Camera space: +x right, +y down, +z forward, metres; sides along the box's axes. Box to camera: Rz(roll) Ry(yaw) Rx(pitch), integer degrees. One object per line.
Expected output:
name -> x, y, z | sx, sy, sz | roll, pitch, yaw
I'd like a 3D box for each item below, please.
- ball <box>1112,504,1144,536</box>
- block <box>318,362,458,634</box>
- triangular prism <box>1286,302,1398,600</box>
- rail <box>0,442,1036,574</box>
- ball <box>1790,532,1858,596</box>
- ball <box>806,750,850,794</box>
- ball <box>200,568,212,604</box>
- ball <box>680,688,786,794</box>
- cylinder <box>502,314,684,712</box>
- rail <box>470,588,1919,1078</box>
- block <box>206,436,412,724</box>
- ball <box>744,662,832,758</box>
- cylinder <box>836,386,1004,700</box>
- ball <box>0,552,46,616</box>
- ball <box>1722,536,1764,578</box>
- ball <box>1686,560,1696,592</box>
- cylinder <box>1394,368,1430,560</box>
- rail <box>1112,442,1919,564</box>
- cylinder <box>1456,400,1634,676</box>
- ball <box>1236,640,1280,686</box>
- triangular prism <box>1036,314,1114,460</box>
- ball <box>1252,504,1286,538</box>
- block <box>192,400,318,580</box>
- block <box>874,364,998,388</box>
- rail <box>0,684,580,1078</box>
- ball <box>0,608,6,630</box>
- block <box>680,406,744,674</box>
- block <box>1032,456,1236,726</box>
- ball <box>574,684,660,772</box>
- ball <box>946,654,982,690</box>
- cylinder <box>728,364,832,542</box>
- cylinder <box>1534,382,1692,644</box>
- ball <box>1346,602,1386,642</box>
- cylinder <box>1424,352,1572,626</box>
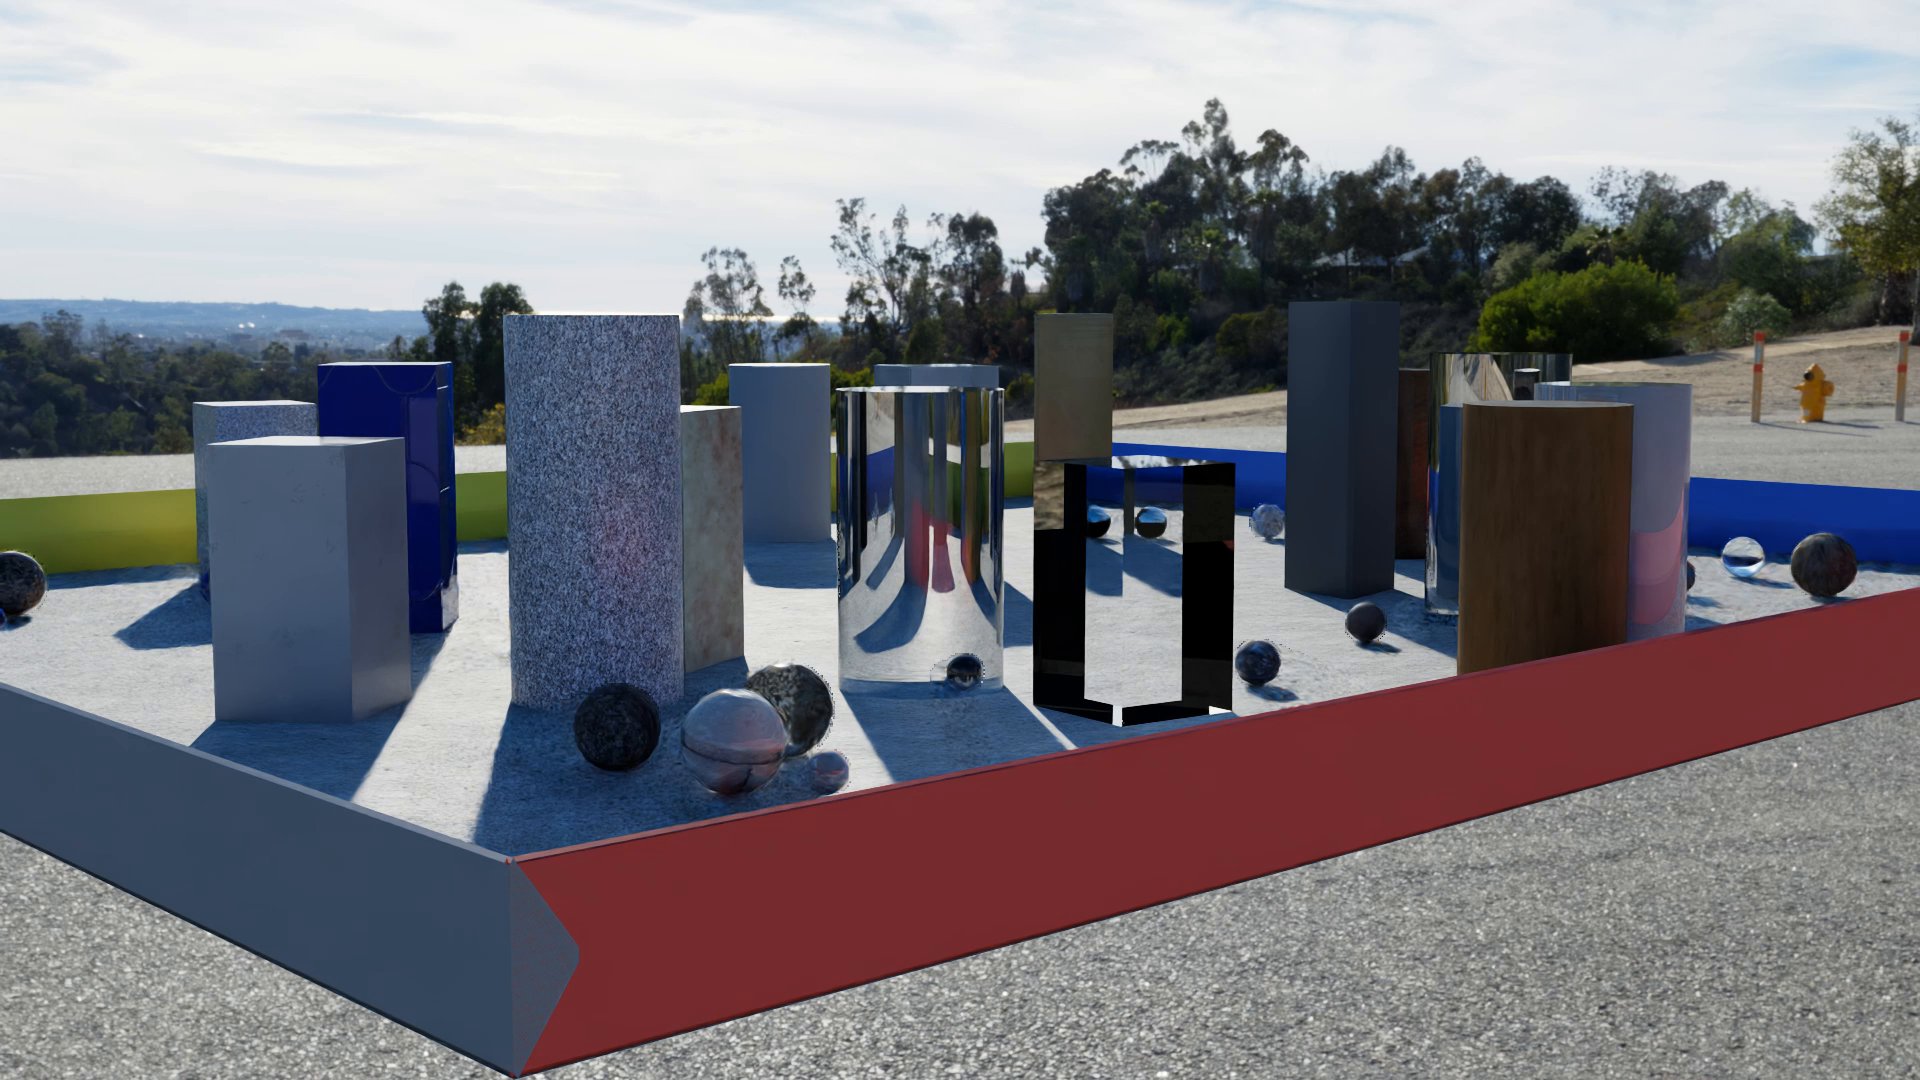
ball -> 0.333, -0.041, 4.368 | 0.064, 0.064, 0.064 | 0, 6, 0
block -> -0.803, -0.063, 3.098 | 0.159, 0.371, 0.159 | -1, 6, -5
triangular prism -> 0.588, -0.148, 3.490 | 0.149, 0.459, 0.172 | 4, 7, 34
rail -> -0.898, -0.067, 4.299 | 3.192, 0.129, 0.045 | -5, 8, -42
ball -> 1.351, 0.038, 3.440 | 0.099, 0.099, 0.099 | 0, 6, 0
ball -> -0.123, 0.215, 2.031 | 0.041, 0.041, 0.041 | 0, 6, 0
ball -> -1.112, 0.069, 3.314 | 0.064, 0.064, 0.064 | 0, 6, 0
ball -> -0.210, 0.186, 2.032 | 0.098, 0.098, 0.098 | 0, 6, 0
cylinder -> -0.419, -0.038, 2.525 | 0.199, 0.440, 0.199 | 0, 6, 0
rail -> 0.898, 0.134, 2.364 | 3.192, 0.129, 0.045 | -5, 8, -42
block -> -0.722, 0.040, 2.450 | 0.159, 0.301, 0.159 | 1, 6, 9
ball -> -0.175, 0.170, 2.199 | 0.095, 0.095, 0.095 | 0, 6, 0
cylinder -> -0.047, -0.002, 2.606 | 0.199, 0.353, 0.199 | 0, 6, 0
ball -> -1.390, 0.063, 3.222 | 0.094, 0.094, 0.094 | 0, 6, 0
ball -> 1.311, 0.029, 3.682 | 0.068, 0.068, 0.068 | 0, 6, 0
ball -> 1.123, 0.056, 3.452 | 0.061, 0.061, 0.061 | 0, 6, 0
cylinder -> 0.796, -0.144, 4.033 | 0.199, 0.339, 0.199 | 0, 6, 0
rail -> 1.155, -0.077, 4.392 | 0.045, 0.129, 2.695 | -5, 8, -42
cylinder -> 0.707, 0.002, 2.661 | 0.199, 0.333, 0.199 | 0, 6, 0
ball -> 0.355, 0.146, 2.624 | 0.054, 0.054, 0.054 | 0, 6, 0
triangular prism -> 0.201, -0.240, 4.474 | 0.172, 0.439, 0.149 | -3, 6, -23
ball -> 0.606, -0.037, 4.317 | 0.068, 0.068, 0.068 | 0, 6, 0
block -> -1.150, -0.076, 3.597 | 0.159, 0.295, 0.159 | -4, 7, -32
block -> -0.041, -0.119, 3.723 | 0.159, 0.353, 0.159 | -3, 7, -25
rail -> -1.155, 0.144, 2.271 | 0.045, 0.129, 2.695 | -5, 8, -42
ball -> -1.339, 0.109, 3.032 | 0.044, 0.044, 0.044 | 0, 6, 0
block -> -0.383, -0.006, 2.792 | 0.159, 0.322, 0.159 | 2, 6, 21
block -> 0.193, 0.051, 2.457 | 0.159, 0.278, 0.159 | -4, 7, -35
ball -> -0.333, 0.182, 2.133 | 0.084, 0.084, 0.084 | 0, 6, 0
ball -> 0.005, 0.151, 2.513 | 0.042, 0.042, 0.042 | 0, 6, 0
cylinder -> -0.353, -0.174, 4.317 | 0.199, 0.340, 0.199 | 0, 6, 0
cylinder -> 0.848, -0.029, 2.875 | 0.199, 0.350, 0.199 | 0, 6, 0
ball -> 0.548, 0.111, 2.972 | 0.052, 0.052, 0.052 | 0, 6, 0
cylinder -> 0.772, -0.076, 3.159 | 0.199, 0.384, 0.199 | 0, 6, 0
